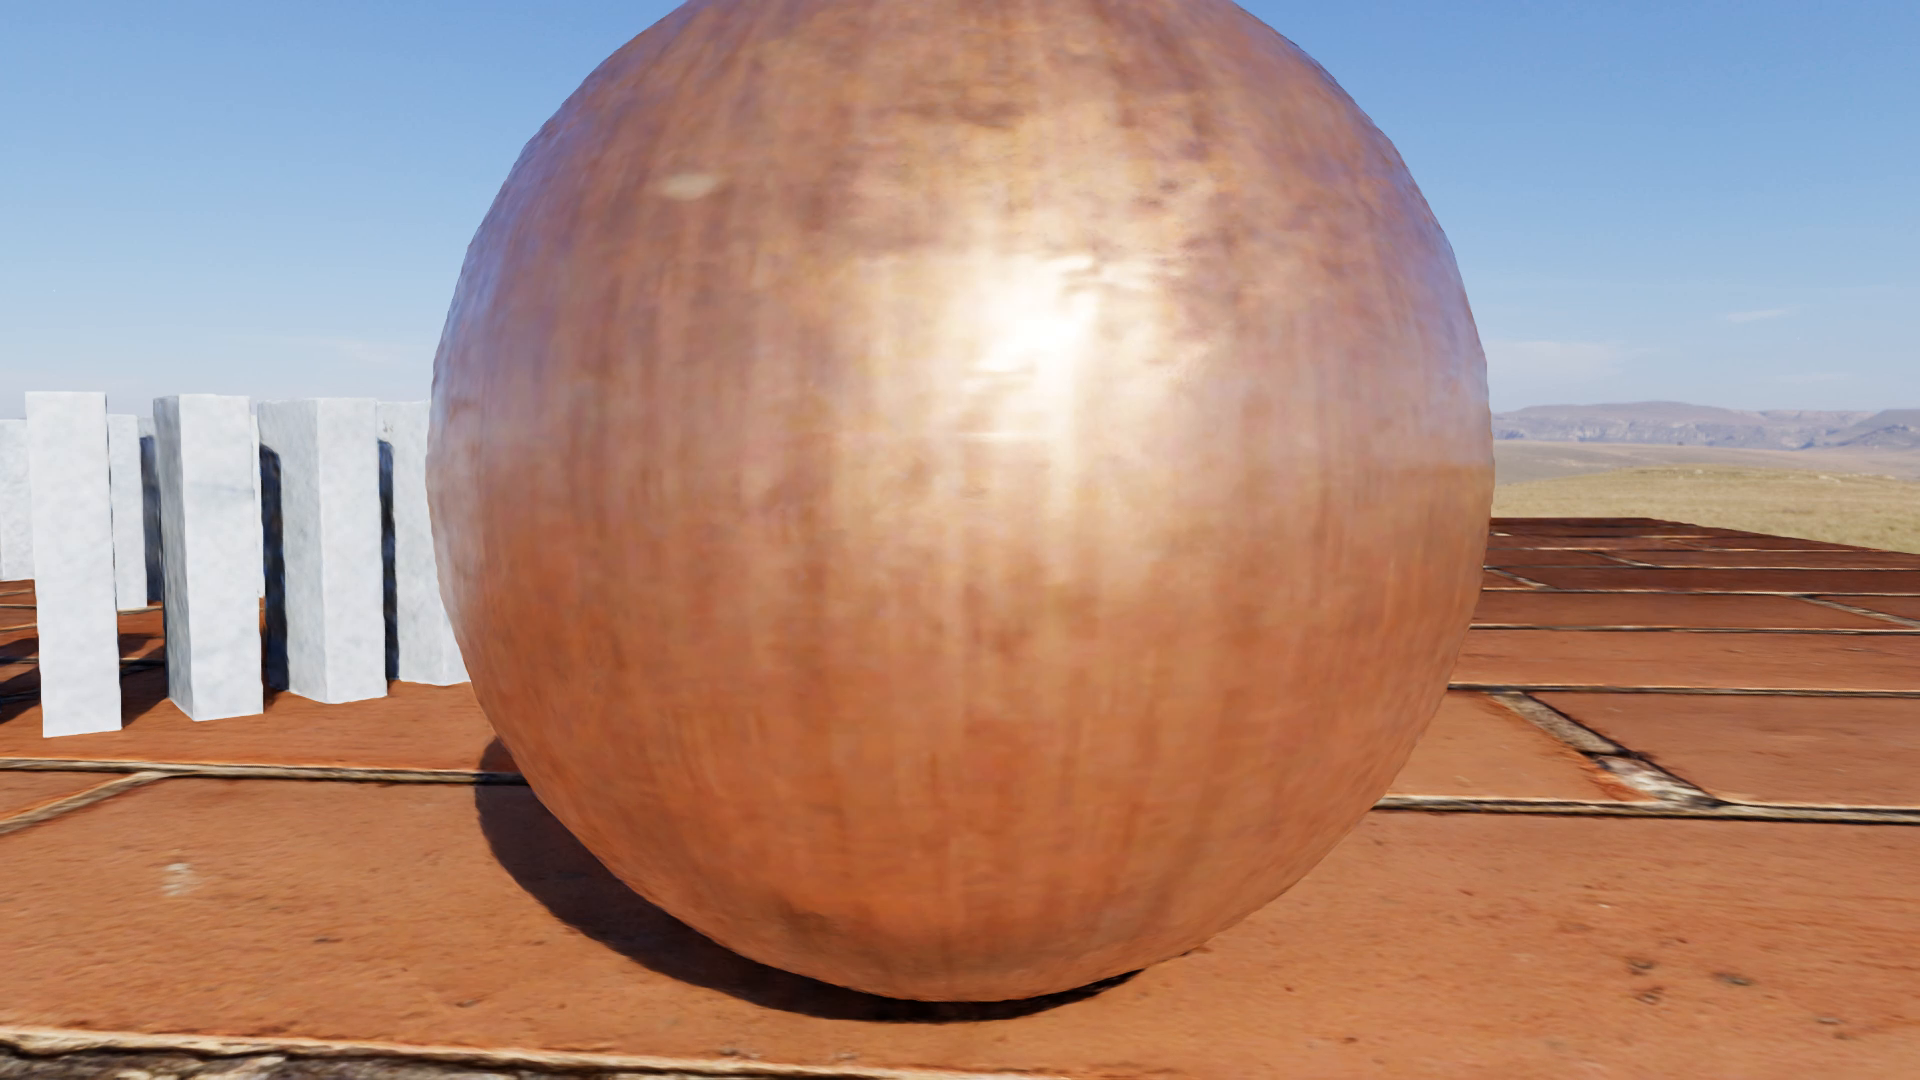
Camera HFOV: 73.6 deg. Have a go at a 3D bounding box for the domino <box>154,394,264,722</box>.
[{"bbox_3d":[-0.122,0.002,0.208,0.010,0.050,0.025,-4,6,-40],"label":"domino"}]

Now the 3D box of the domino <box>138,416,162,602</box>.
[{"bbox_3d":[-0.217,-0.009,0.351,0.025,0.050,0.010,3,5,35],"label":"domino"}]

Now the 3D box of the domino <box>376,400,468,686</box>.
[{"bbox_3d":[-0.099,0.000,0.234,0.025,0.050,0.010,2,5,28],"label":"domino"}]

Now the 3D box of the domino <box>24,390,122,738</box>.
[{"bbox_3d":[-0.136,0.003,0.197,0.010,0.050,0.025,-3,5,-33],"label":"domino"}]

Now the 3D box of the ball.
[{"bbox_3d":[0.000,-0.005,0.103,0.080,0.080,0.080,0,4,0],"label":"ball"}]

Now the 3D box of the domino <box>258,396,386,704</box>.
[{"bbox_3d":[-0.109,0.001,0.220,0.025,0.050,0.010,4,6,41],"label":"domino"}]

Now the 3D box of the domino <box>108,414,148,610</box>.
[{"bbox_3d":[-0.226,-0.008,0.336,0.025,0.050,0.010,2,5,30],"label":"domino"}]

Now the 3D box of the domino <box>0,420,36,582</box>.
[{"bbox_3d":[-0.304,-0.013,0.407,0.025,0.050,0.010,3,5,34],"label":"domino"}]

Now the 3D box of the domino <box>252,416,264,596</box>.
[{"bbox_3d":[-0.205,-0.010,0.364,0.010,0.050,0.025,-3,5,-37],"label":"domino"}]

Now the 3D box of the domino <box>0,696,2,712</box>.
[{"bbox_3d":[-0.151,0.003,0.189,0.010,0.050,0.025,-2,5,-27],"label":"domino"}]
